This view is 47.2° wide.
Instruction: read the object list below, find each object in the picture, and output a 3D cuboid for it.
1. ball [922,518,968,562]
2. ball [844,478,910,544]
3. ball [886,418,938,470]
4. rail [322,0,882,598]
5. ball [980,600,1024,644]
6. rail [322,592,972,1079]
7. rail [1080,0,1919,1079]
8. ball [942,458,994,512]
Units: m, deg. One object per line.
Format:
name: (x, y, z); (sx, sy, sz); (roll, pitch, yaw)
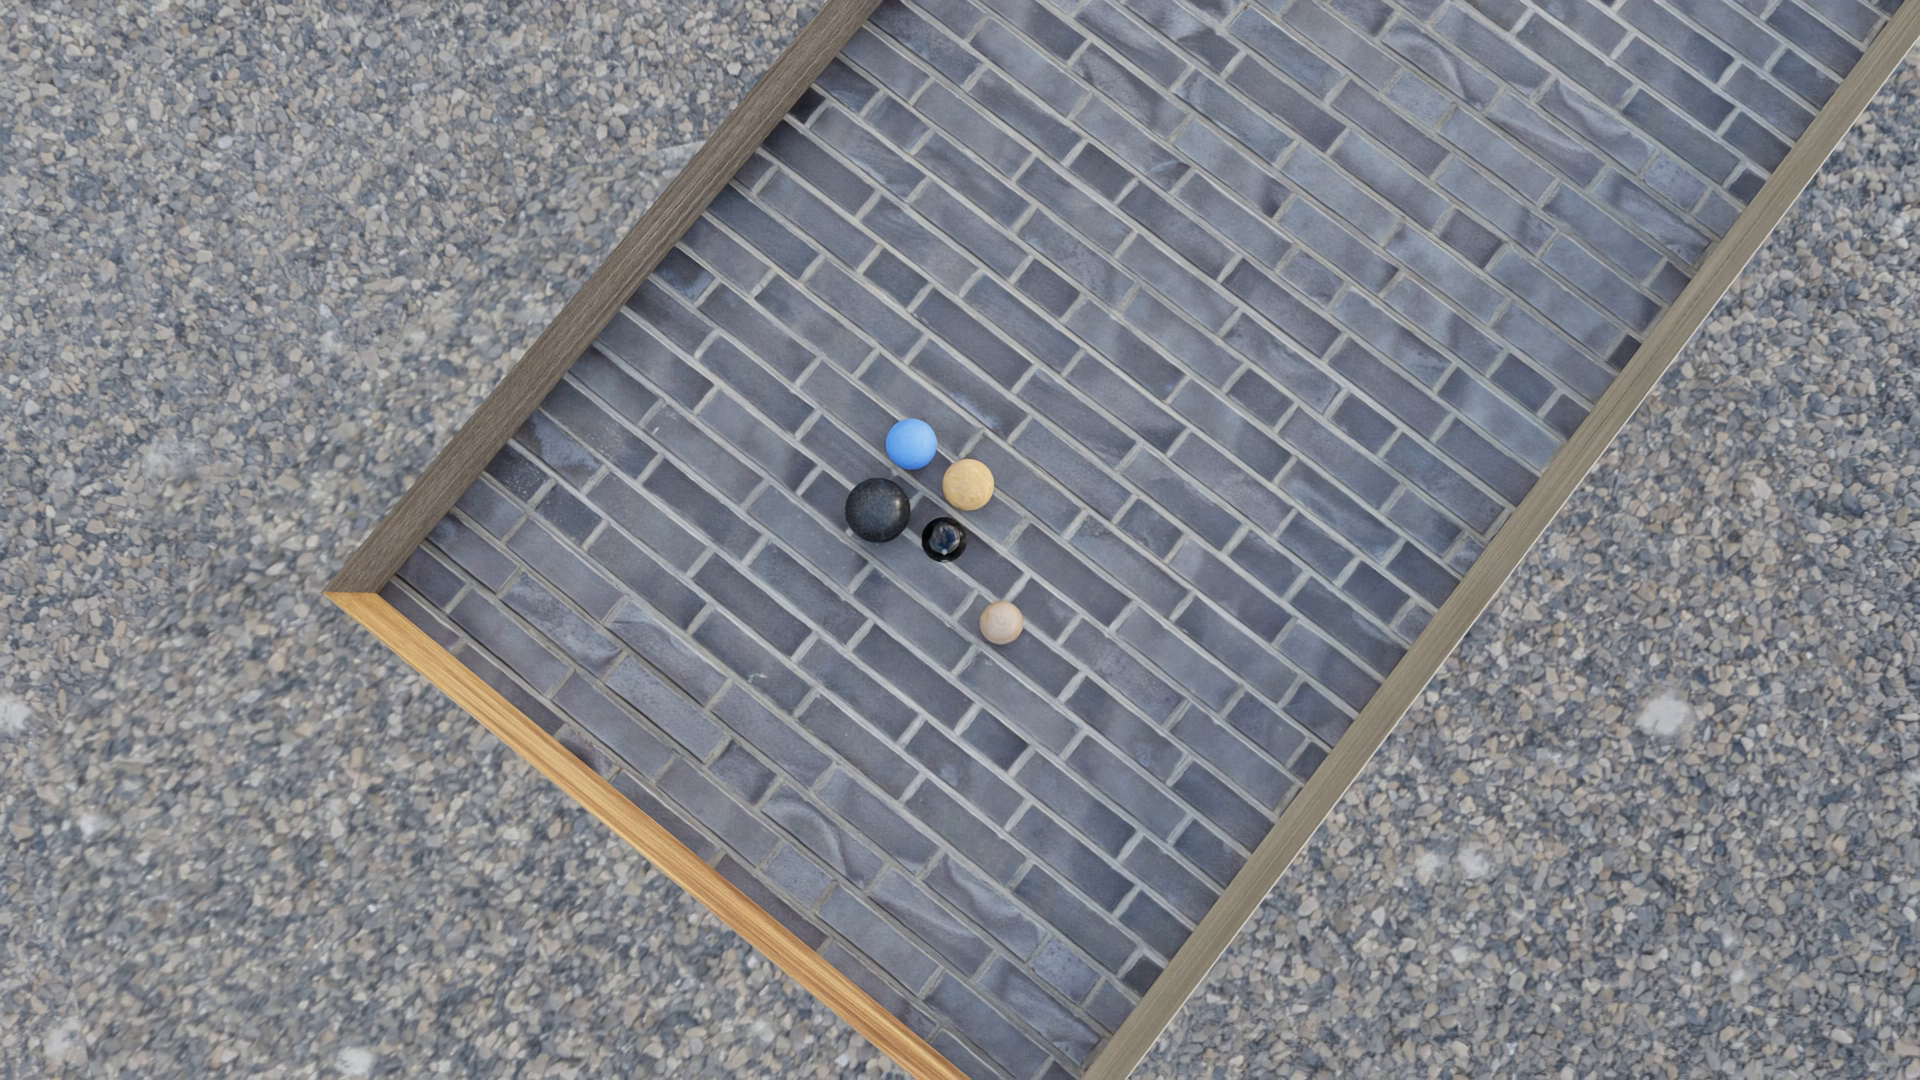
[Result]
ball: (-0.024, 0.000, 3.287); (0.069, 0.069, 0.069); (0, 80, 0)
ball: (-0.123, -0.044, 3.279); (0.098, 0.098, 0.098); (0, 80, 0)
ball: (-0.073, -0.144, 3.308); (0.078, 0.078, 0.078); (0, 80, 0)
rail: (-0.099, -0.897, 3.417); (0.045, 0.128, 2.591); (38, 82, 6)
ball: (0.061, 0.123, 3.266); (0.066, 0.066, 0.066); (0, 80, 0)
rail: (-0.388, 0.476, 3.170); (1.332, 0.128, 0.045); (38, 82, 6)
rail: (0.906, -0.110, 3.275); (0.045, 0.128, 2.591); (38, 82, 6)
ball: (0.012, -0.083, 3.296); (0.079, 0.079, 0.079); (0, 80, 0)
